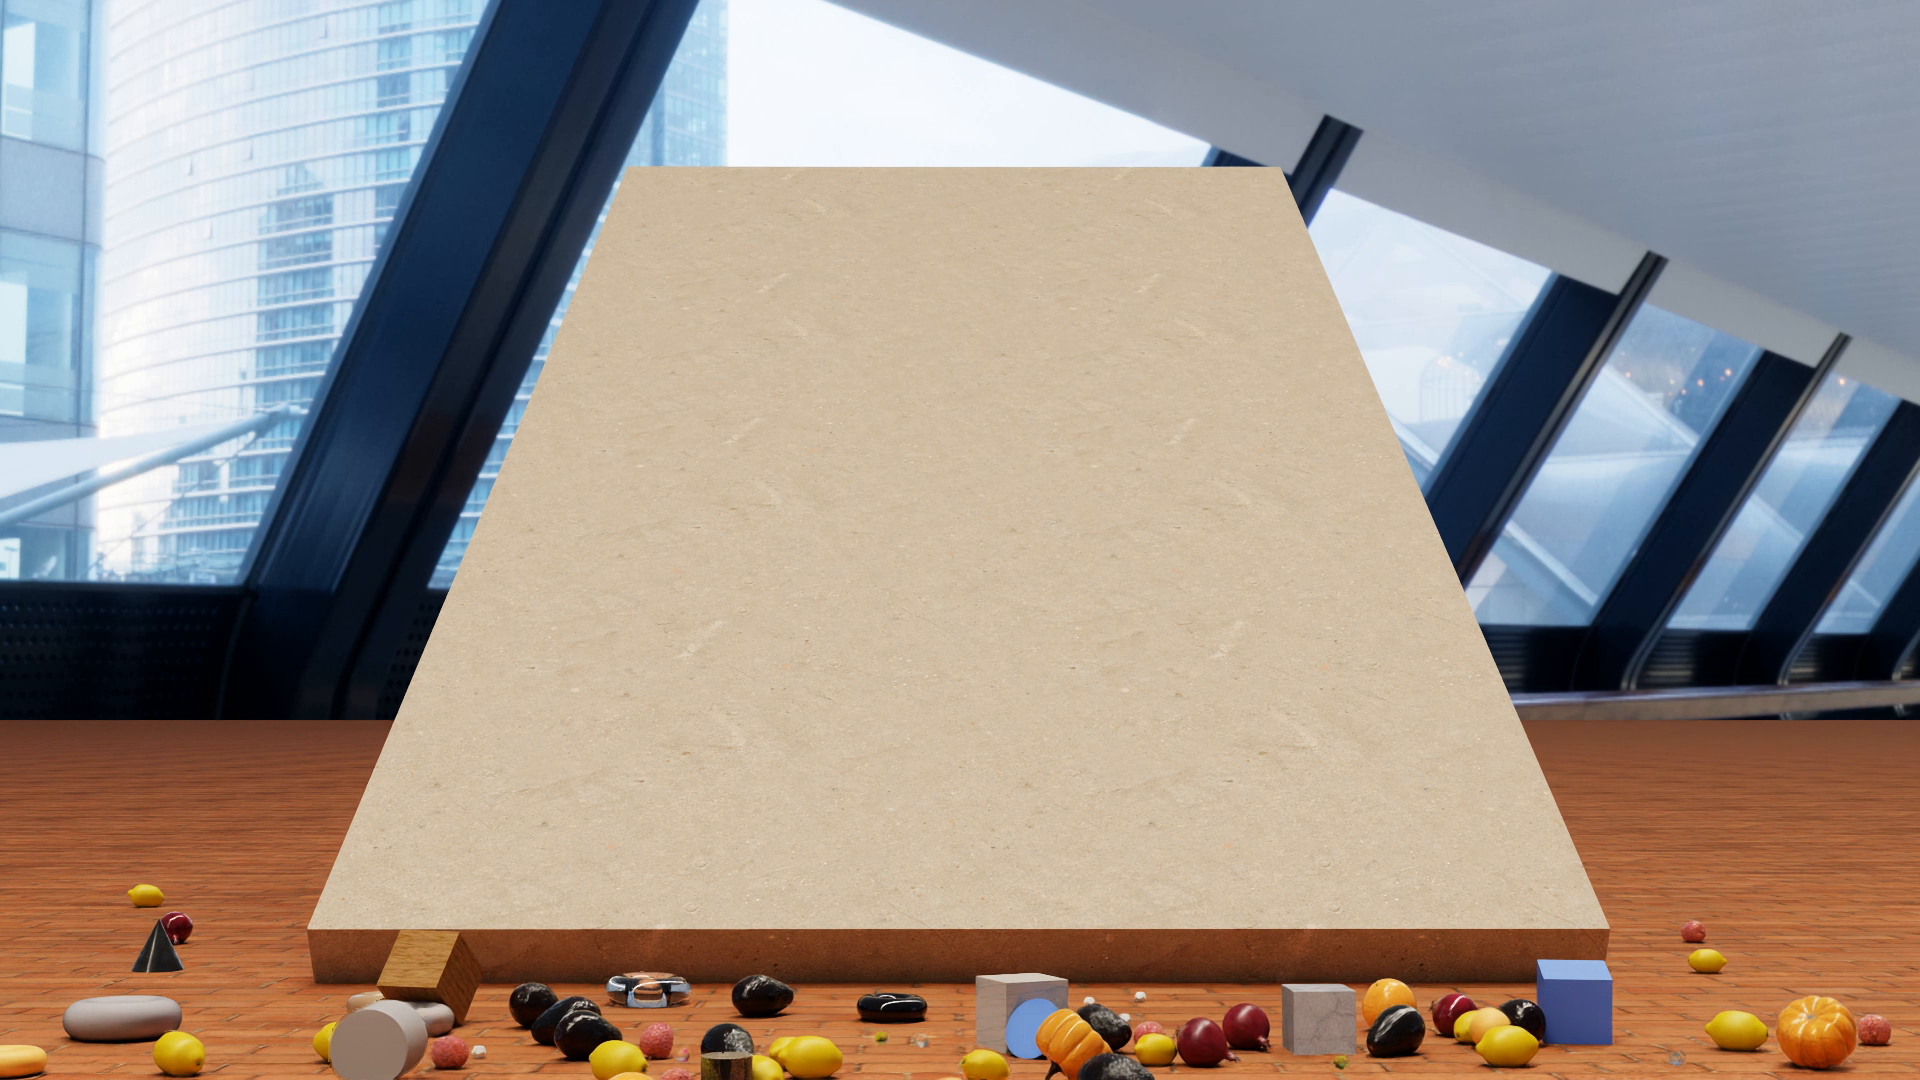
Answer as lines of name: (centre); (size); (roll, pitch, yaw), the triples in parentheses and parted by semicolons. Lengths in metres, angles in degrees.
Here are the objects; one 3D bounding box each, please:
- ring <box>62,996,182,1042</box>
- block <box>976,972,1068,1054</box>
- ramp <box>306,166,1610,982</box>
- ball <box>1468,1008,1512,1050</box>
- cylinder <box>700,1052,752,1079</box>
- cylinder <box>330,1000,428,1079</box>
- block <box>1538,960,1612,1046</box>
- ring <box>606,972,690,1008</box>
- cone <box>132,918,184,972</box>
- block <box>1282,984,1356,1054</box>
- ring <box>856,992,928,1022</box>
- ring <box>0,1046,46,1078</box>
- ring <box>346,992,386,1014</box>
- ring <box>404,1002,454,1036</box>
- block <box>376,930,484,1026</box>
ring: (-1.081, 0.618, 3.039); (0.146, 0.049, 0.146); (0, -5, 0)
block: (0.077, 0.591, 2.943); (0.086, 0.086, 0.086); (2, -5, -25)
ramp: (-0.010, -0.229, 5.433); (2.000, 0.100, 4.000); (0, 26, 0)
ball: (0.659, 0.608, 2.927); (0.051, 0.051, 0.051); (0, -4, 0)
cylinder: (-0.247, 0.573, 2.492); (0.055, 0.055, 0.055); (0, -4, 0)
cylinder: (-0.657, 0.570, 2.661); (0.087, 0.087, 0.087); (0, -4, 2)
block: (0.784, 0.590, 3.005); (0.084, 0.084, 0.084); (-1, 6, 8)
ring: (-0.449, 0.647, 3.387); (0.123, 0.041, 0.123); (1, -4, 0)
cone: (-1.306, 0.659, 3.836); (0.083, 0.083, 0.083); (0, -4, 0)
block: (0.445, 0.594, 2.920); (0.077, 0.077, 0.077); (0, -4, -3)
ring: (-0.093, 0.638, 3.211); (0.098, 0.033, 0.098); (1, -4, 0)
ring: (-1.104, 0.603, 2.721); (0.092, 0.031, 0.092); (0, -5, 0)
ring: (-0.784, 0.637, 3.215); (0.106, 0.035, 0.106); (0, -5, 0)
ring: (-0.716, 0.625, 3.068); (0.112, 0.037, 0.112); (1, -4, 0)
block: (-0.708, 0.586, 3.151); (0.090, 0.090, 0.090); (-1, -45, 18)
